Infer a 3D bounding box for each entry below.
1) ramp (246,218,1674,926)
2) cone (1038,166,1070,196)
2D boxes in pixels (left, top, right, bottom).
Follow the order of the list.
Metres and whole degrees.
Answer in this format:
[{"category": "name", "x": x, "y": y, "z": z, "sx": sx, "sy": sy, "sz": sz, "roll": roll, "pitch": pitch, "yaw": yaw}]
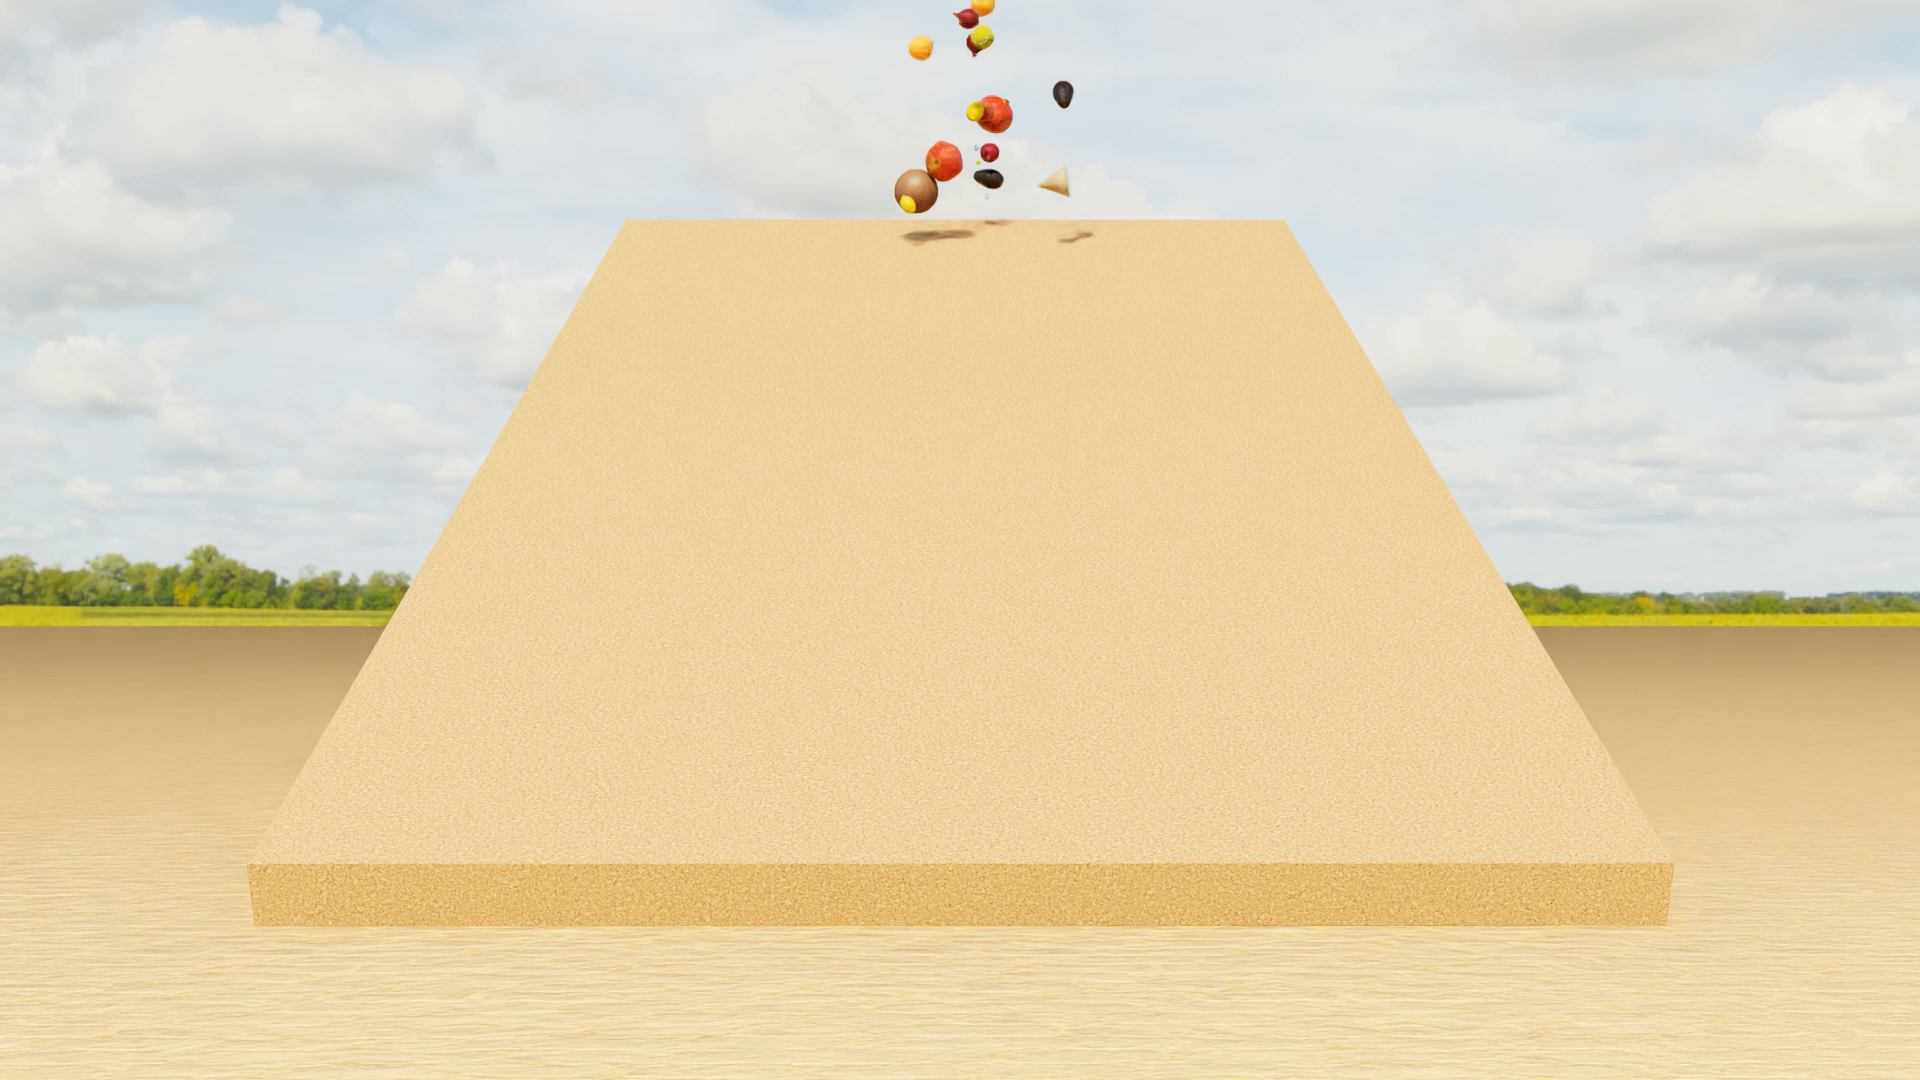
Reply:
[{"category": "ramp", "x": -0.006, "y": -0.214, "z": 5.080, "sx": 2.000, "sy": 0.100, "sz": 4.000, "roll": 0, "pitch": 21, "yaw": 0}, {"category": "cone", "x": 0.264, "y": -1.020, "z": 6.528, "sx": 0.092, "sy": 0.092, "sz": 0.092, "roll": -7, "pitch": -3, "yaw": 8}]
